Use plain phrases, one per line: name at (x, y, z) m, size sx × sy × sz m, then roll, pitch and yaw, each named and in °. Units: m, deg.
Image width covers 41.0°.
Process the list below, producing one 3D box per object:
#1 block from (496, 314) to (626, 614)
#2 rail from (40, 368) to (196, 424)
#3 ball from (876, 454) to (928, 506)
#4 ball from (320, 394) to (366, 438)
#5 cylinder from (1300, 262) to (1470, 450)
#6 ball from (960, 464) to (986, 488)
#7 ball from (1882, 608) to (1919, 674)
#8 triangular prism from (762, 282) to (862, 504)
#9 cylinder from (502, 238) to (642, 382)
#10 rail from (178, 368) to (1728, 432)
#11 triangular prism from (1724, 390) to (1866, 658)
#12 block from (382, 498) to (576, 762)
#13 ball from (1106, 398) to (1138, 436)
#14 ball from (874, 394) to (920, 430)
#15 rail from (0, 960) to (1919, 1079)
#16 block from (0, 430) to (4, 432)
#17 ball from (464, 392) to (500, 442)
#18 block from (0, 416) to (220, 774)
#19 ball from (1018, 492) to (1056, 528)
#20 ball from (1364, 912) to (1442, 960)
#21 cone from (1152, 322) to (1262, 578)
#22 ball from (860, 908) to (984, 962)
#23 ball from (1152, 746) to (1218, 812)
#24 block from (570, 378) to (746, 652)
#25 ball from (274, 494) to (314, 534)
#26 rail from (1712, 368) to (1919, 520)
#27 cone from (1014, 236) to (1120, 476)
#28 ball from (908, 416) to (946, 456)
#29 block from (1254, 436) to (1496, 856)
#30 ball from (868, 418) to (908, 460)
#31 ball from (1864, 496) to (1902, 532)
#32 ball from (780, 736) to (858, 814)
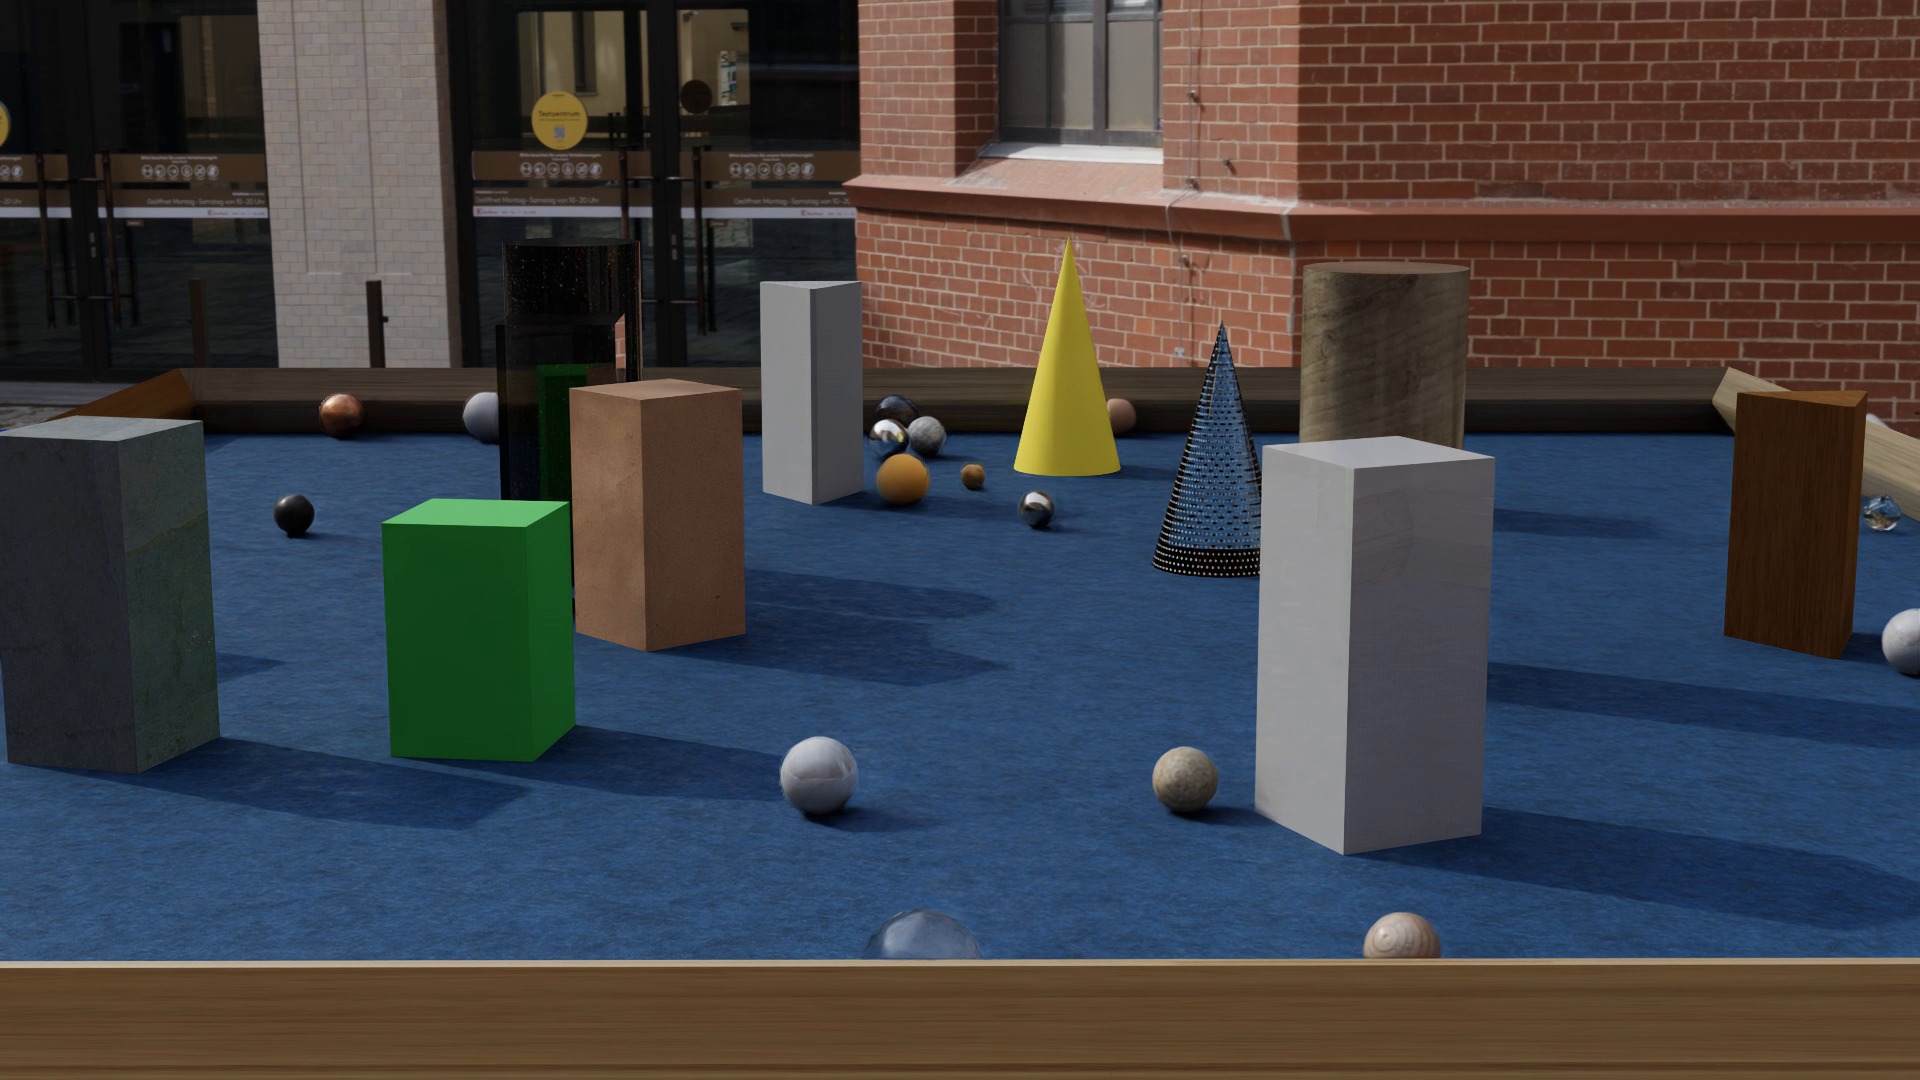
block at (-0.537, -0.107, 3.491) m, size 0.157 × 0.388 × 0.157 m, roll -1°, pitch 11°, yaw -3°
rail at (-1.531, 0.034, 3.440) m, size 0.045 × 0.127 × 3.461 m, roll 0°, pitch 11°, yaw 0°
ball at (-0.097, -0.101, 4.285) m, size 0.087 × 0.087 × 0.087 m, roll 0°, pitch 11°, yaw 0°
ball at (-1.217, -0.244, 5.059) m, size 0.087 × 0.087 × 0.087 m, roll 0°, pitch 11°, yaw 0°
cylinder at (0.506, -0.084, 3.093) m, size 0.196 × 0.488 × 0.196 m, roll 0°, pitch 11°, yaw 0°
ball at (0.022, -0.111, 4.459) m, size 0.044 × 0.044 × 0.044 m, roll 0°, pitch 11°, yaw 0°
ball at (1.155, 0.123, 3.099) m, size 0.080 × 0.080 × 0.080 m, roll 0°, pitch 11°, yaw 0°
triangular prism at (-0.230, -0.257, 4.373) m, size 0.147 × 0.361 × 0.170 m, roll -7°, pitch 13°, yaw -34°
cylinder at (-0.560, -0.196, 3.737) m, size 0.196 × 0.474 × 0.196 m, roll 0°, pitch 11°, yaw 0°
rail at (-0.010, -0.278, 5.127) m, size 3.109 × 0.127 × 0.045 m, roll 0°, pitch 11°, yaw 0°
triangular prism at (1.097, -0.028, 3.265) m, size 0.147 × 0.316 × 0.170 m, roll -7°, pitch 13°, yaw -35°
block at (-0.518, 0.094, 2.778) m, size 0.157 × 0.253 × 0.157 m, roll 1°, pitch 11°, yaw 8°
ball at (0.314, -0.243, 5.081) m, size 0.076 × 0.076 × 0.076 m, roll 0°, pitch 11°, yaw 0°
ball at (-0.124, -0.240, 5.029) m, size 0.089 × 0.089 × 0.089 m, roll 0°, pitch 11°, yaw 0°
rail at (0.010, 0.344, 1.771) m, size 3.109 × 0.127 × 0.045 m, roll 0°, pitch 11°, yaw 0°
block at (-1.210, 0.002, 3.259) m, size 0.157 × 0.258 × 0.157 m, roll 6°, pitch 12°, yaw 28°
ball at (-0.920, -0.241, 5.010) m, size 0.098 × 0.098 × 0.098 m, roll 0°, pitch 11°, yaw 0°
block at (-0.909, 0.054, 2.732) m, size 0.157 × 0.349 × 0.157 m, roll 3°, pitch 11°, yaw 16°
ball at (0.123, -0.048, 4.081) m, size 0.058 × 0.058 × 0.058 m, roll 0°, pitch 11°, yaw 0°
ball at (0.353, 0.327, 2.044) m, size 0.062 × 0.062 × 0.062 m, roll 0°, pitch 11°, yaw 0°
cone at (0.380, -0.142, 3.751) m, size 0.196 × 0.363 × 0.196 m, roll 0°, pitch 11°, yaw 0°
ball at (-0.029, 0.328, 1.951) m, size 0.095 × 0.095 × 0.095 m, roll 0°, pitch 11°, yaw 0°
ball at (0.222, 0.236, 2.530) m, size 0.065 × 0.065 × 0.065 m, roll 0°, pitch 11°, yaw 0°
block at (-0.389, -0.036, 3.301) m, size 0.157 × 0.319 × 0.157 m, roll -9°, pitch 14°, yaw -41°
ball at (-1.045, -0.040, 4.027) m, size 0.062 × 0.062 × 0.062 m, roll 0°, pitch 11°, yaw 0°
rail at (1.531, 0.031, 3.458) m, size 0.045 × 0.127 × 3.461 m, roll 0°, pitch 11°, yaw 0°
cone at (0.196, -0.340, 4.654) m, size 0.196 × 0.423 × 0.196 m, roll 0°, pitch 11°, yaw 0°
ball at (-0.063, -0.195, 4.826) m, size 0.075 × 0.075 × 0.075 m, roll 0°, pitch 11°, yaw 0°
block at (0.395, 0.096, 2.463) m, size 0.157 × 0.365 × 0.157 m, roll -5°, pitch 12°, yaw -25°
ball at (-0.134, -0.188, 4.785) m, size 0.076 × 0.076 × 0.076 m, roll 0°, pitch 11°, yaw 0°
ball at (1.456, -0.042, 4.052) m, size 0.056 × 0.056 × 0.056 m, roll 0°, pitch 11°, yaw 0°
ball at (-0.138, 0.232, 2.521) m, size 0.077 × 0.077 × 0.077 m, roll 0°, pitch 11°, yaw 0°
